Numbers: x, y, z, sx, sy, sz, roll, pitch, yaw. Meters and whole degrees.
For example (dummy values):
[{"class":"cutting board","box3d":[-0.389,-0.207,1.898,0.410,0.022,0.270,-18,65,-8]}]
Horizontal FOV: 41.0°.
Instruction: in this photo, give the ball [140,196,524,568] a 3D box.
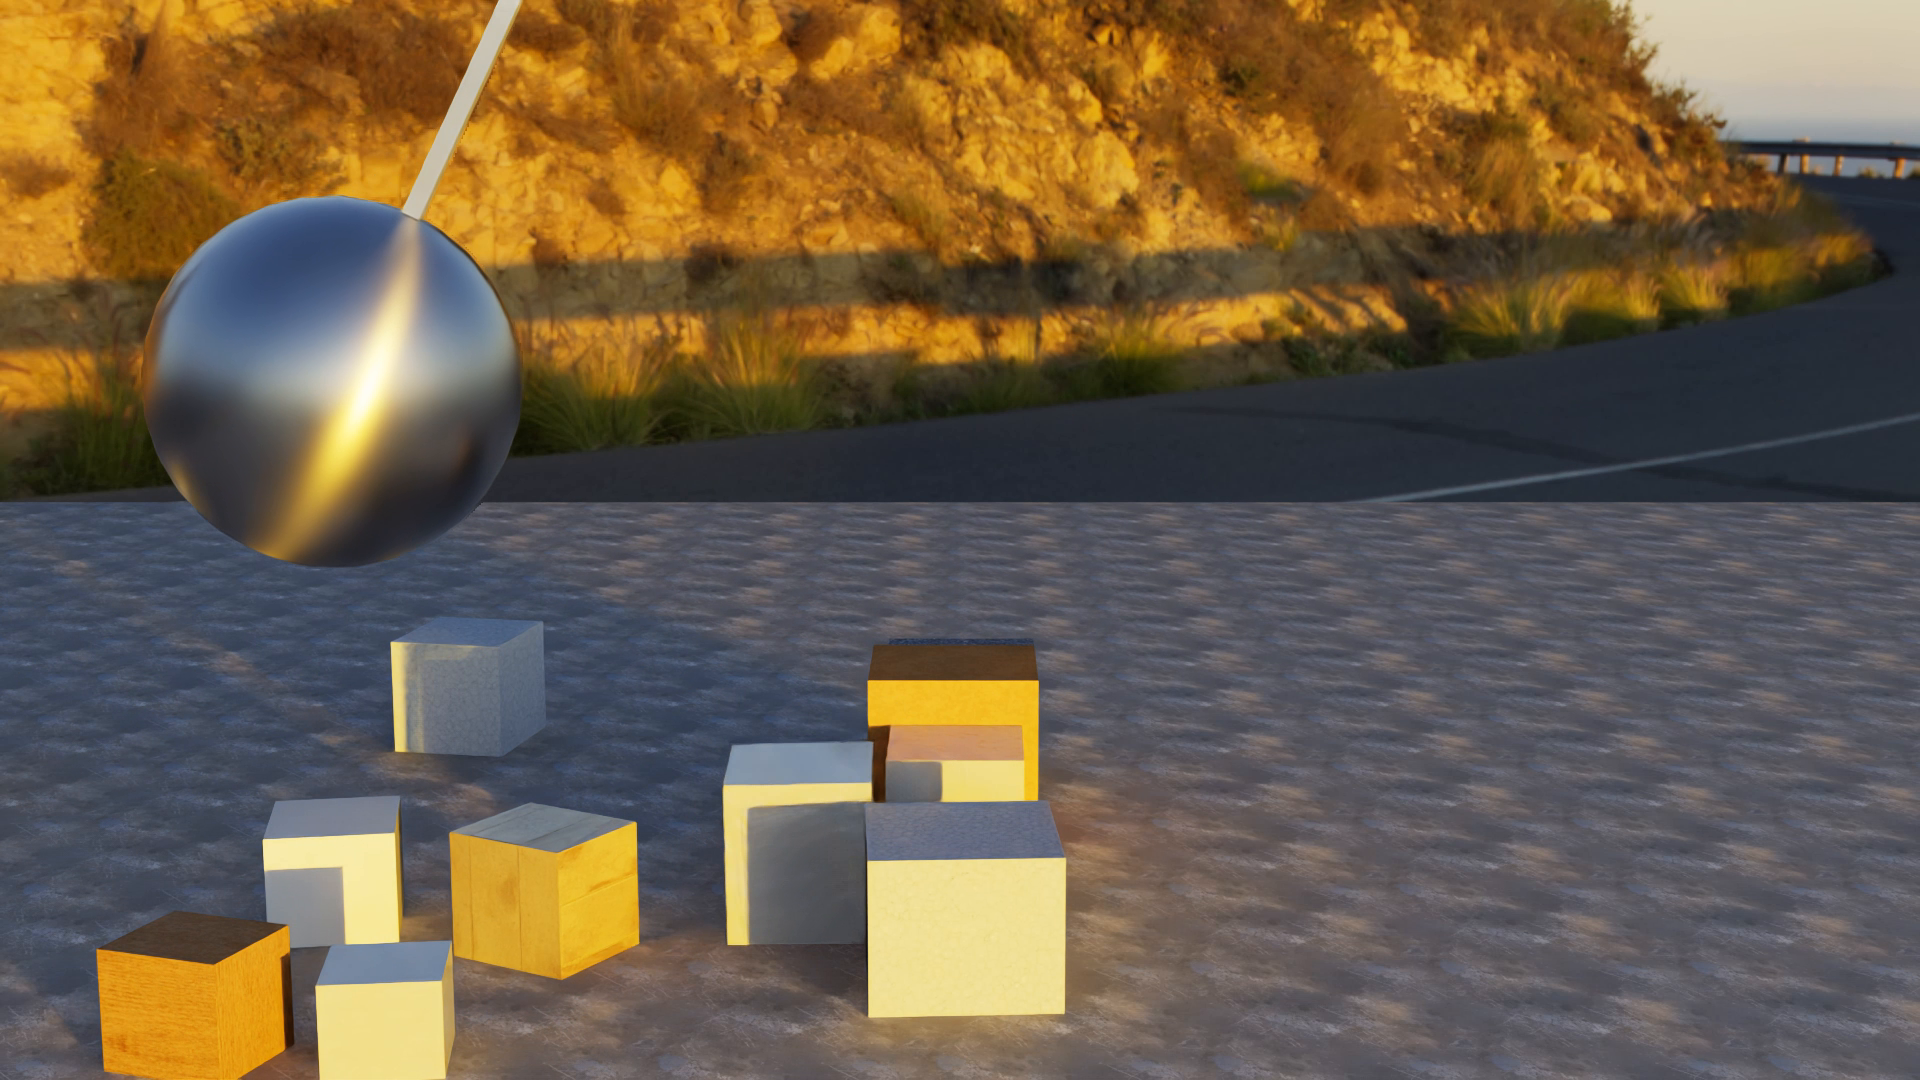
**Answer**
[{"class":"ball","box3d":[-2.693,-0.679,11.057,1.600,1.600,1.600,0,10,0]}]

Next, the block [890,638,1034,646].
[{"class":"block","box3d":[0.006,0.895,12.772,0.730,0.669,0.717,0,10,0]}]

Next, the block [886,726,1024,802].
[{"class":"block","box3d":[-0.019,1.187,11.375,0.595,0.595,0.611,0,10,0]}]

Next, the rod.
[{"class":"rod","box3d":[-1.167,-3.668,10.513,0.080,5.200,0.080,26,9,-5]}]

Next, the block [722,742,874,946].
[{"class":"block","box3d":[-0.659,1.260,10.721,0.600,0.676,0.644,-1,10,-1]}]

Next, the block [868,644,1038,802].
[{"class":"block","box3d":[-0.030,0.964,12.028,0.770,0.800,0.739,0,10,0]}]

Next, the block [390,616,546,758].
[{"class":"block","box3d":[-2.610,0.774,13.672,0.591,0.586,0.652,2,11,11]}]

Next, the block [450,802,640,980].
[{"class":"block","box3d":[-1.676,1.409,10.370,0.553,0.517,0.496,6,12,30]}]

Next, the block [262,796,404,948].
[{"class":"block","box3d":[-2.601,1.377,10.698,0.520,0.462,0.565,-2,10,-10]}]

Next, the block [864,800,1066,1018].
[{"class":"block","box3d":[0.006,1.425,10.016,0.741,0.612,0.778,-1,10,-3]}]

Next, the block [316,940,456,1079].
[{"class":"block","box3d":[-2.061,1.694,9.236,0.434,0.362,0.432,-1,10,-6]}]

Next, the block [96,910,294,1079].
[{"class":"block","box3d":[-2.745,1.646,9.236,0.491,0.456,0.450,4,11,19]}]
